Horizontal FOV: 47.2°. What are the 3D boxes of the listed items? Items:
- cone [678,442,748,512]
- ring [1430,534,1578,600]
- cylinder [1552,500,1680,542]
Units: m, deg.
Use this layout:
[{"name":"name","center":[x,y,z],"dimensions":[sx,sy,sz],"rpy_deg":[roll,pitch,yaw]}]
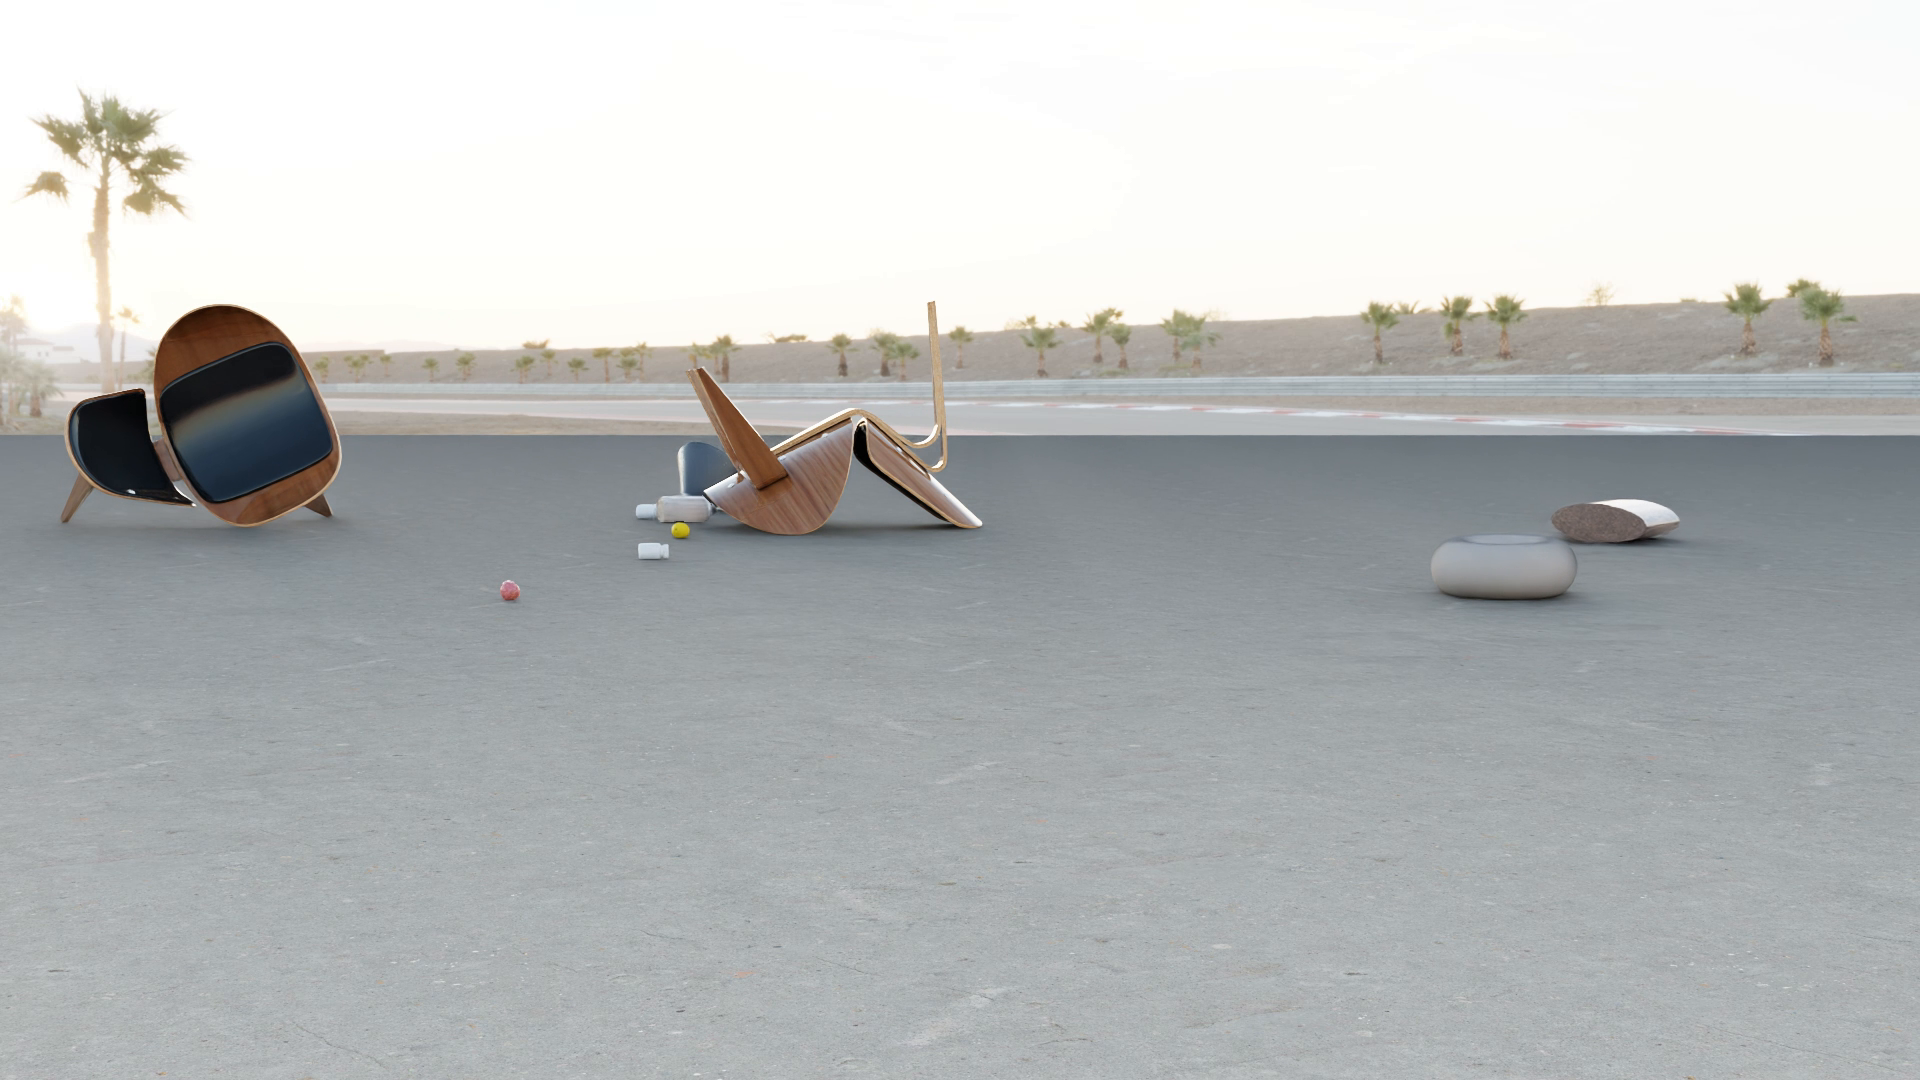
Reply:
[{"name":"cone","center":[-0.958,-0.168,8.060],"dimensions":[0.267,0.312,0.234],"rpy_deg":[-26,22,40]},{"name":"ring","center":[1.195,0.058,4.838],"dimensions":[0.314,0.122,0.419],"rpy_deg":[0,5,15]},{"name":"cylinder","center":[1.957,-0.058,6.560],"dimensions":[0.284,0.113,0.310],"rpy_deg":[7,7,35]}]
